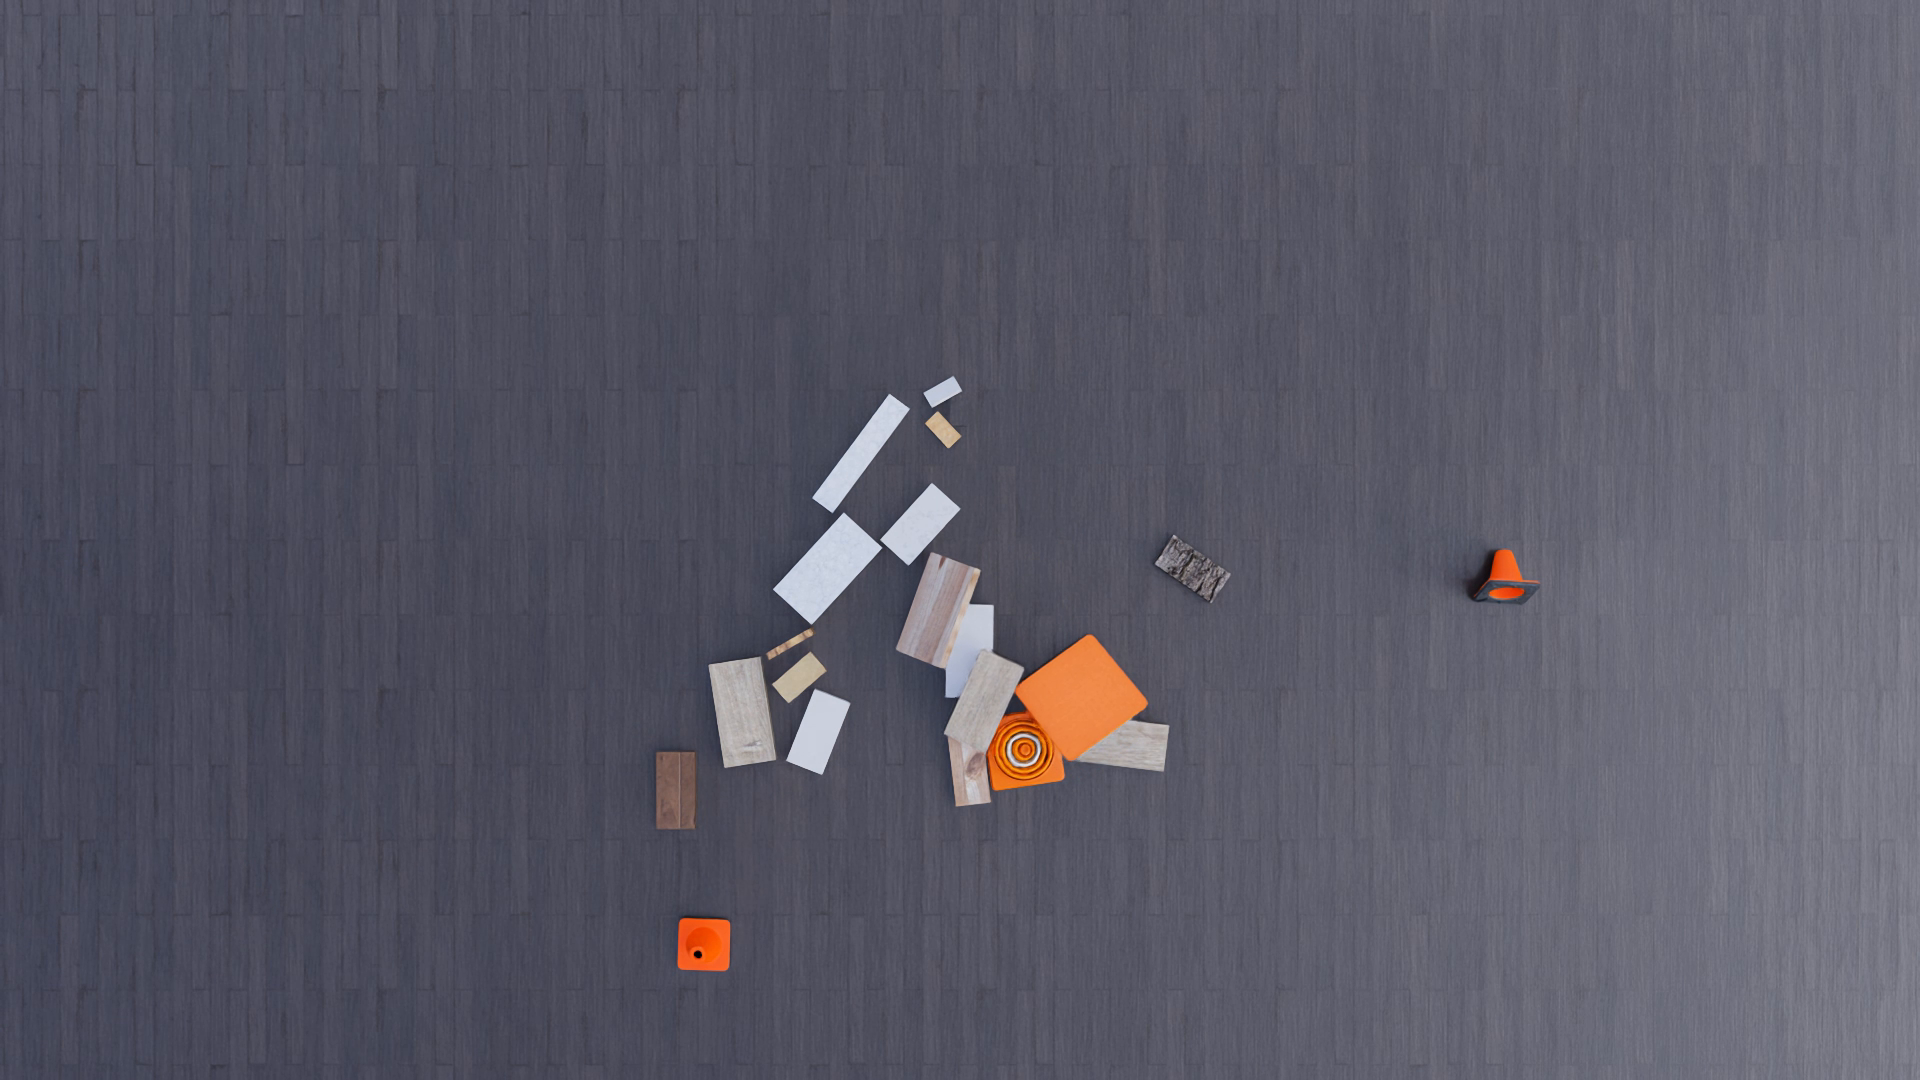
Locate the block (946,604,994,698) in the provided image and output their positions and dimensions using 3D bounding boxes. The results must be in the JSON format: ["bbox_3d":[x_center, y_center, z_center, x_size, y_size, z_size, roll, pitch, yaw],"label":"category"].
[{"bbox_3d":[0.031,0.368,5.478,0.154,0.044,0.308,1,90,0],"label":"block"}]

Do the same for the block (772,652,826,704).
[{"bbox_3d":[-0.534,0.457,5.488,0.167,0.024,0.084,-41,90,0],"label":"block"}]

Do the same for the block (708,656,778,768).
[{"bbox_3d":[-0.720,0.570,5.476,0.172,0.049,0.345,-9,90,0],"label":"block"}]

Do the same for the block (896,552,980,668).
[{"bbox_3d":[-0.072,0.231,5.440,0.172,0.049,0.345,20,90,27],"label":"block"}]

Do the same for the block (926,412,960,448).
[{"bbox_3d":[-0.056,-0.366,5.484,0.057,0.016,0.114,-43,90,18],"label":"block"}]

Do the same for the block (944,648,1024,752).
[{"bbox_3d":[0.079,0.528,5.435,0.154,0.044,0.308,24,93,-1],"label":"block"}]

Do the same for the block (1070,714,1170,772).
[{"bbox_3d":[0.530,0.671,5.478,0.308,0.044,0.154,7,90,0],"label":"block"}]

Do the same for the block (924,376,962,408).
[{"bbox_3d":[-0.057,-0.492,5.480,0.114,0.016,0.057,-29,63,0],"label":"block"}]

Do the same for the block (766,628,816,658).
[{"bbox_3d":[-0.559,0.341,5.458,0.167,0.084,0.024,-30,90,0],"label":"block"}]

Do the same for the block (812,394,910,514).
[{"bbox_3d":[-0.329,-0.287,5.488,0.084,0.024,0.430,37,90,0],"label":"block"}]

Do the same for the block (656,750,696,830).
[{"bbox_3d":[-0.943,0.831,5.482,0.127,0.036,0.255,0,90,0],"label":"block"}]

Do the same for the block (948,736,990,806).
[{"bbox_3d":[0.031,0.762,5.484,0.116,0.033,0.231,-7,90,0],"label":"block"}]

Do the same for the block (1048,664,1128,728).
[{"bbox_3d":[0.423,0.513,5.459,0.231,0.033,0.116,-27,62,0],"label":"block"}]

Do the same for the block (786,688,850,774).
[{"bbox_3d":[-0.470,0.636,5.482,0.127,0.036,0.255,22,90,0],"label":"block"}]

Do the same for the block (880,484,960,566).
[{"bbox_3d":[-0.132,-0.052,5.482,0.127,0.036,0.255,42,90,0],"label":"block"}]

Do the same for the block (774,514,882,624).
[{"bbox_3d":[-0.437,0.095,5.476,0.172,0.049,0.345,43,90,0],"label":"block"}]

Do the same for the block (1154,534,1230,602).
[{"bbox_3d":[0.771,0.096,5.484,0.231,0.033,0.116,34,90,0],"label":"block"}]

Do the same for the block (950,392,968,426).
[{"bbox_3d":[-0.004,-0.436,5.492,0.057,0.016,0.114,0,90,0],"label":"block"}]
